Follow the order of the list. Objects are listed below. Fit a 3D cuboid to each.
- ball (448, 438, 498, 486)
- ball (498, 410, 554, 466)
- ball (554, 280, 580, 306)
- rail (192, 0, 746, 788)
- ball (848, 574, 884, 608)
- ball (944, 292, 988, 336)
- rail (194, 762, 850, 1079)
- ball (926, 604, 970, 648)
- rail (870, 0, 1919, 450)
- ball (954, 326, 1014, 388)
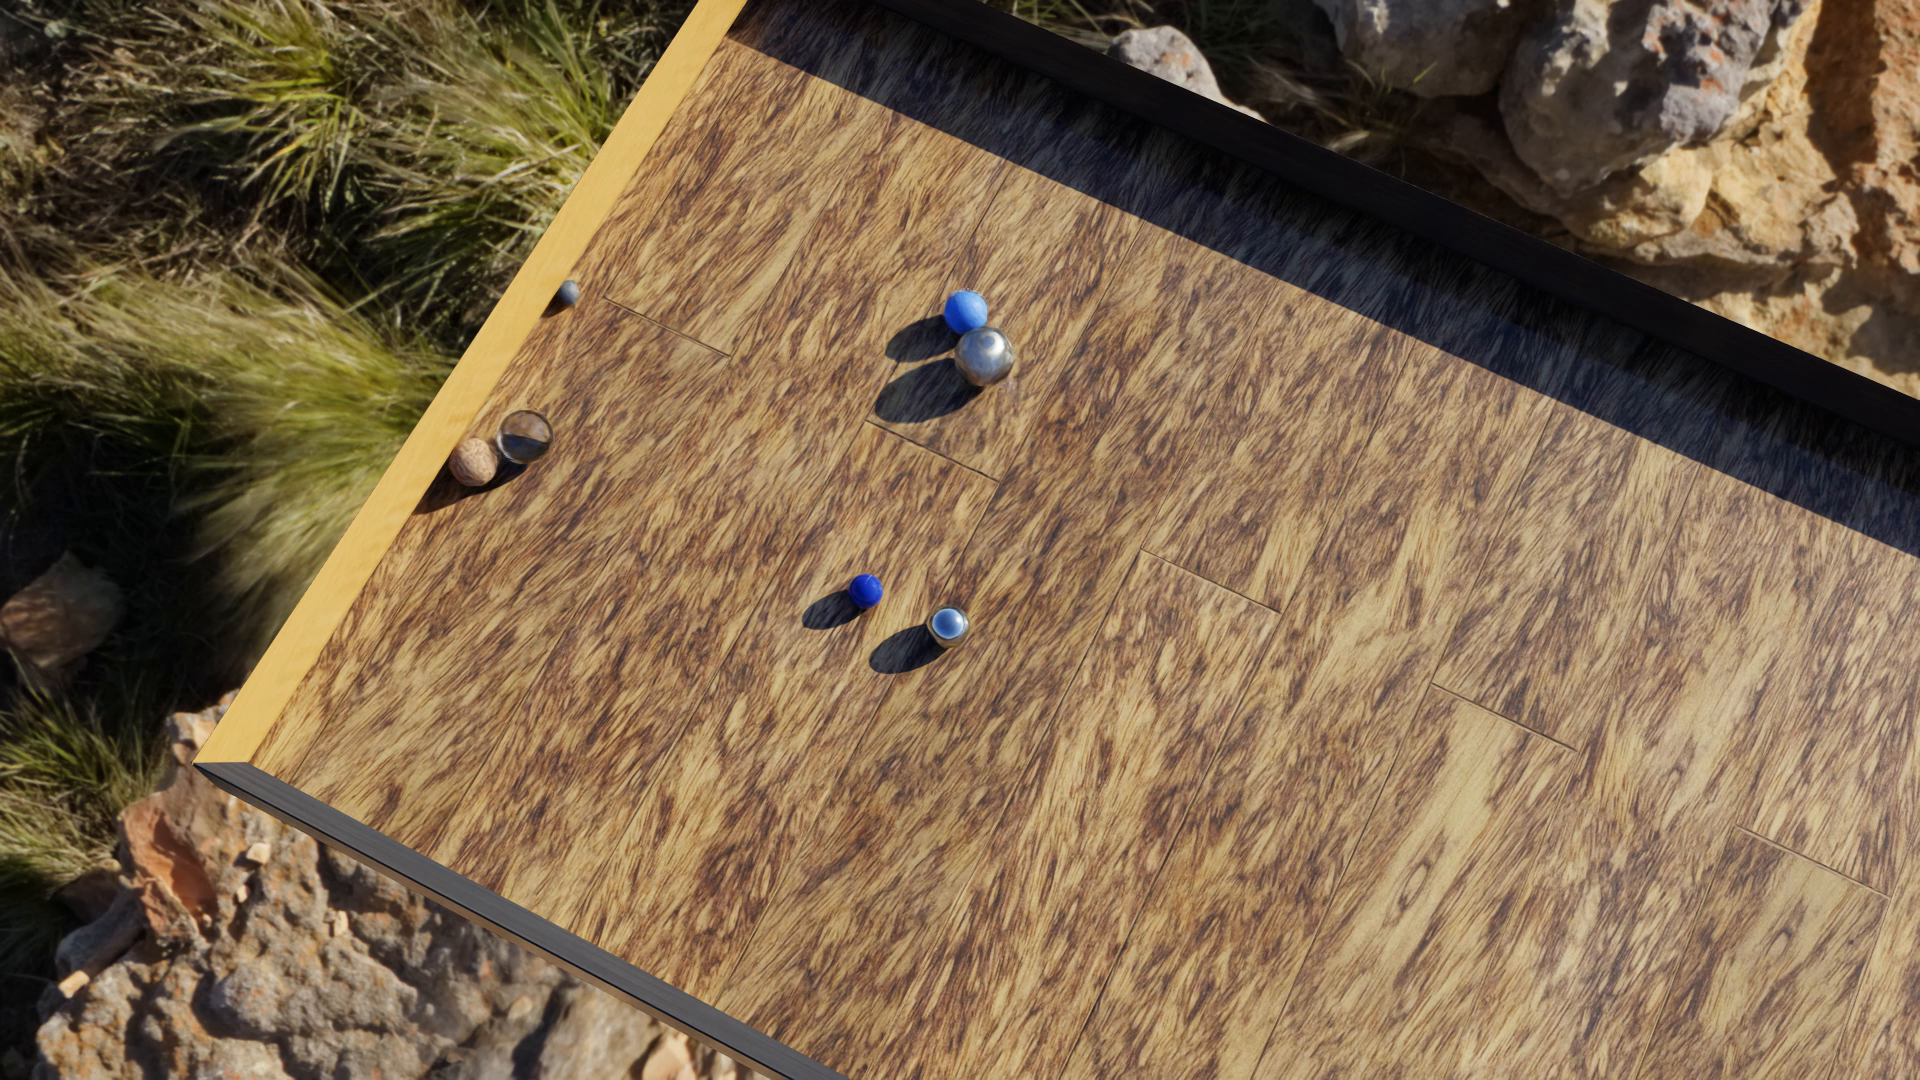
[{"bbox_3d":[-0.783,-0.125,3.538,0.078,0.078,0.078,0,68,0],"label":"ball"},{"bbox_3d":[-0.701,-0.166,3.548,0.090,0.090,0.090,0,68,0],"label":"ball"},{"bbox_3d":[-0.657,-0.414,3.675,0.043,0.043,0.043,0,68,0],"label":"ball"},{"bbox_3d":[-0.723,-0.353,3.603,0.045,0.128,1.740,25,70,10],"label":"rail"},{"bbox_3d":[-0.149,0.081,3.466,0.056,0.056,0.056,0,68,0],"label":"ball"},{"bbox_3d":[0.010,-0.375,3.643,0.073,0.073,0.073,0,68,0],"label":"ball"},{"bbox_3d":[0.360,1.038,3.036,3.342,0.128,0.045,25,70,10],"label":"rail"},{"bbox_3d":[-0.018,0.135,3.438,0.068,0.068,0.068,0,68,0],"label":"ball"},{"bbox_3d":[1.129,-0.358,3.605,3.342,0.128,0.045,25,70,10],"label":"rail"},{"bbox_3d":[0.040,-0.299,3.598,0.099,0.099,0.099,0,68,0],"label":"ball"}]
